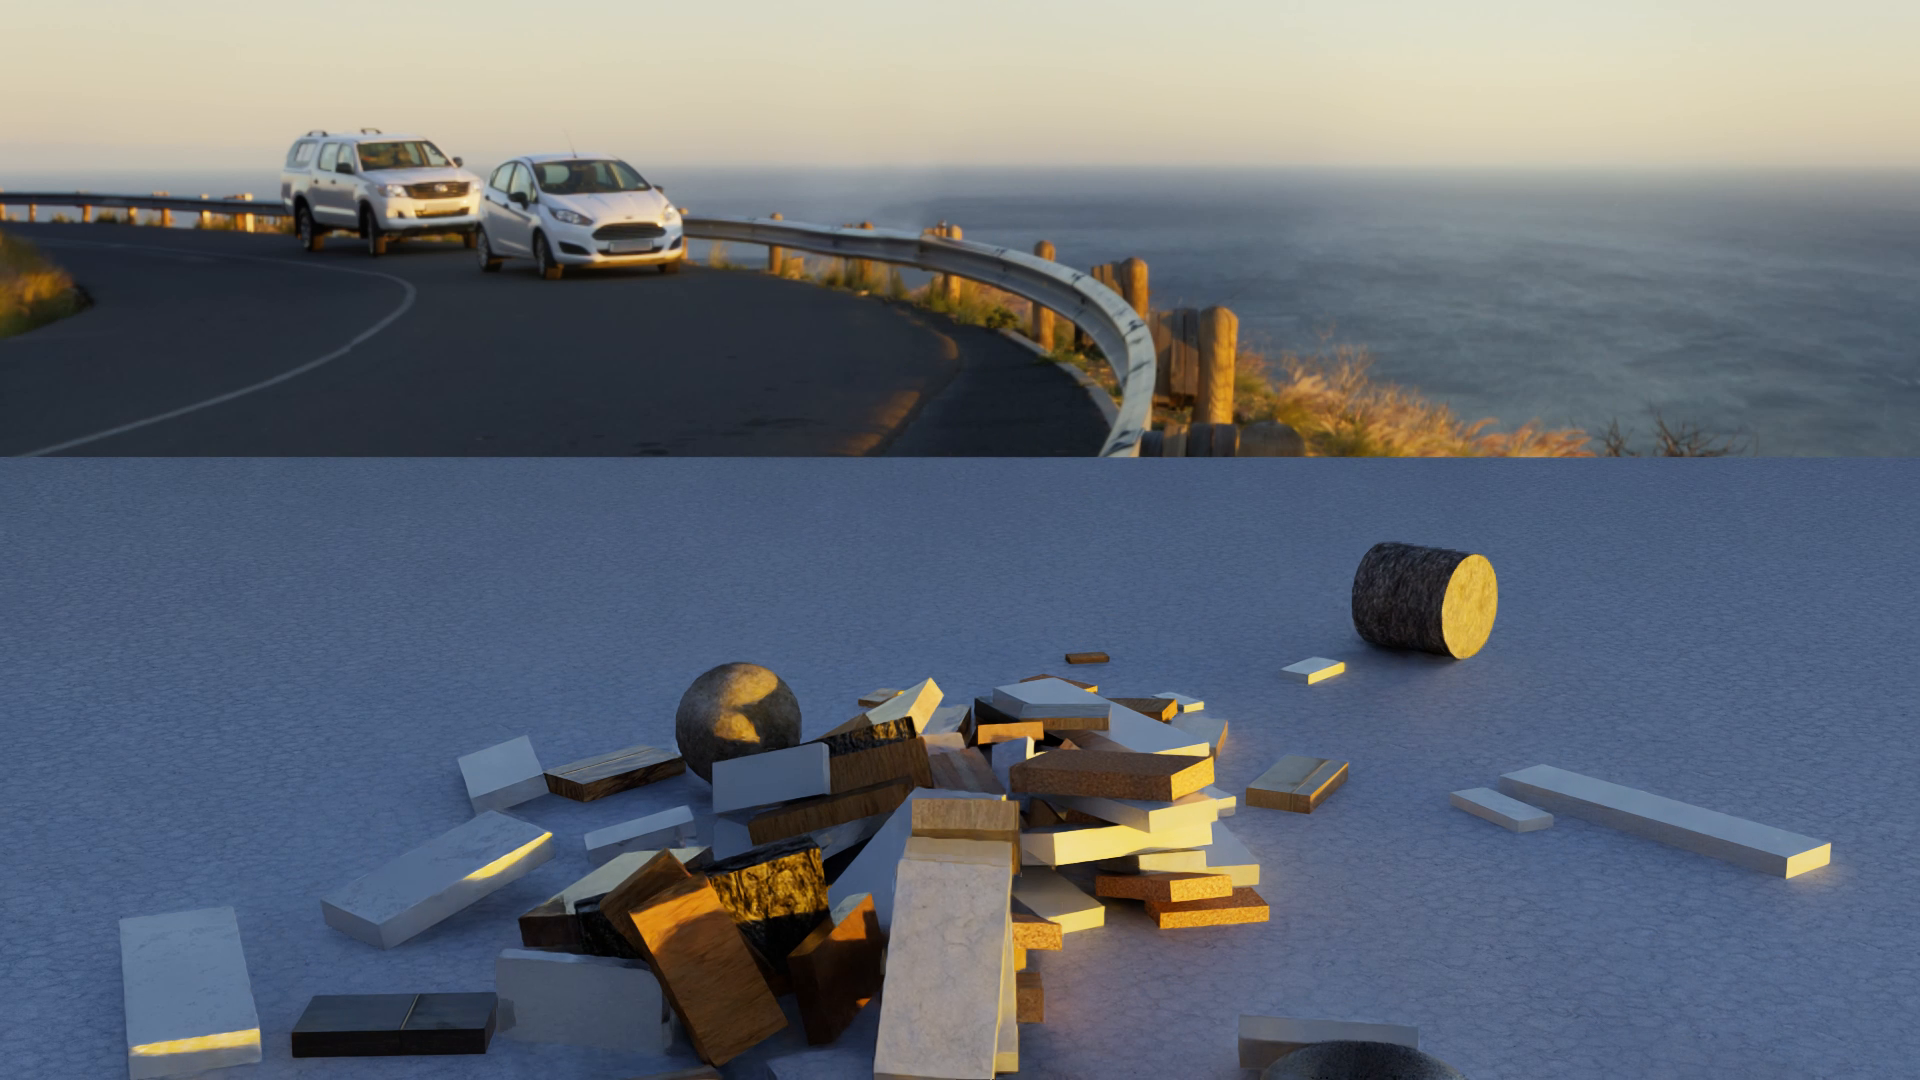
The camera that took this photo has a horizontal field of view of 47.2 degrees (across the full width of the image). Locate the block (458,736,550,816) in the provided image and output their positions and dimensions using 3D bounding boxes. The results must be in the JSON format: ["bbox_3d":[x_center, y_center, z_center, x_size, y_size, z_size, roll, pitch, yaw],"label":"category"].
[{"bbox_3d":[-0.877,0.451,4.214,0.140,0.040,0.280,-19,15,-14],"label":"block"}]

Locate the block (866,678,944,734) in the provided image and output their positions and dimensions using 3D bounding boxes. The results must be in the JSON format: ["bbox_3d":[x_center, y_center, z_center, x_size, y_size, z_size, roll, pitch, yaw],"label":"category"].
[{"bbox_3d":[-0.182,0.378,4.171,0.307,0.043,0.153,-31,12,27],"label":"block"}]

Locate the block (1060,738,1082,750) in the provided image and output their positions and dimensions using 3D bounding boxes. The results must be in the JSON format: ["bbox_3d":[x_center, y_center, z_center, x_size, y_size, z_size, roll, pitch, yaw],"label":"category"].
[{"bbox_3d":[0.232,0.414,4.185,0.077,0.022,0.155,39,-2,11],"label":"block"}]

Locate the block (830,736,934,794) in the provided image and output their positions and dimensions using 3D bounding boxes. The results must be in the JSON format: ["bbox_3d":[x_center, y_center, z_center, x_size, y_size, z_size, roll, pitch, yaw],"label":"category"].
[{"bbox_3d":[-0.148,0.419,3.910,0.190,0.095,0.027,-13,-25,2],"label":"block"}]

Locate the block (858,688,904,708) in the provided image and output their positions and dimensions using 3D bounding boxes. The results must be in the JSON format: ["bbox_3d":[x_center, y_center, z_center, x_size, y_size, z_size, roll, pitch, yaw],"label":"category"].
[{"bbox_3d":[-0.176,0.353,4.903,0.056,0.016,0.112,5,12,24],"label":"block"}]

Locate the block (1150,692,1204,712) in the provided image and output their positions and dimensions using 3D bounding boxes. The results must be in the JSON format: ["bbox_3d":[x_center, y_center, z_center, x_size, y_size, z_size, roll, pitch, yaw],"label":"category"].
[{"bbox_3d":[0.480,0.359,4.870,0.056,0.016,0.112,-7,13,-35],"label":"block"}]

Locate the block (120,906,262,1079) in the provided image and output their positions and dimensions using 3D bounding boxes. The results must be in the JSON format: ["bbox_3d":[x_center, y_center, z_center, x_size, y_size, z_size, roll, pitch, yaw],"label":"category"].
[{"bbox_3d":[-1.130,0.651,3.210,0.169,0.048,0.520,-4,11,-21],"label":"block"}]

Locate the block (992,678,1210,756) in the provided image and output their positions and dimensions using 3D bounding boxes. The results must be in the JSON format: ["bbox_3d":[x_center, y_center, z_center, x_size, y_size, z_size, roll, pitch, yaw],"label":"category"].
[{"bbox_3d":[0.271,0.366,4.367,0.153,0.043,0.526,-7,14,-31],"label":"block"}]

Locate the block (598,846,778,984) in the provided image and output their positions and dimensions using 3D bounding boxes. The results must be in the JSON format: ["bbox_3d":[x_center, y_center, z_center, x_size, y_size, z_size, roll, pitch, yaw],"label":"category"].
[{"bbox_3d":[-0.382,0.562,3.092,0.121,0.242,0.034,-40,14,-3],"label":"block"}]

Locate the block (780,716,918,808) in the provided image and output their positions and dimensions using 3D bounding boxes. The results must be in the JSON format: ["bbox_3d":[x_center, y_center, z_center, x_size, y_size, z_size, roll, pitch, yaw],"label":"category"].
[{"bbox_3d":[-0.198,0.414,3.955,0.262,0.131,0.037,-15,-25,2],"label":"block"}]

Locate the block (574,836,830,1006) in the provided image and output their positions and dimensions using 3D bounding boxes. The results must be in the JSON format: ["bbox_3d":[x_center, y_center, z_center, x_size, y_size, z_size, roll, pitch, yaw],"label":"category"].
[{"bbox_3d":[-0.364,0.562,3.175,0.354,0.177,0.050,-14,19,-19],"label":"block"}]

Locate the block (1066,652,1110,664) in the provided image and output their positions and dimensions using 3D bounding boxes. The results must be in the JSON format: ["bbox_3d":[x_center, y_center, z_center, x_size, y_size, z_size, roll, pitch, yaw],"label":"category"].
[{"bbox_3d":[0.306,0.283,5.283,0.096,0.014,0.048,-2,11,-11],"label":"block"}]

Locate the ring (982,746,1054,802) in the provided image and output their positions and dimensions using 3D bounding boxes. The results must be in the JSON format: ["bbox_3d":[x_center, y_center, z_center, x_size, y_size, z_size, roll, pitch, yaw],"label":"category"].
[{"bbox_3d":[0.117,0.455,4.159,0.264,0.088,0.264,-1,10,0],"label":"ring"}]

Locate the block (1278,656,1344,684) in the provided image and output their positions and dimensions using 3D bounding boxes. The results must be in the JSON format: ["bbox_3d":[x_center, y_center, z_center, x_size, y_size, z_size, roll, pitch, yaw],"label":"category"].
[{"bbox_3d":[0.821,0.305,5.141,0.081,0.023,0.162,8,13,39],"label":"block"}]

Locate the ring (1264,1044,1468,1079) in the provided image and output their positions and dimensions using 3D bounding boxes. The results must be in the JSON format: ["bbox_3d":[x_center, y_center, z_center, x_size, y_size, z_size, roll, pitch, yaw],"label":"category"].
[{"bbox_3d":[0.511,0.712,2.756,0.283,0.094,0.283,0,10,0],"label":"ring"}]

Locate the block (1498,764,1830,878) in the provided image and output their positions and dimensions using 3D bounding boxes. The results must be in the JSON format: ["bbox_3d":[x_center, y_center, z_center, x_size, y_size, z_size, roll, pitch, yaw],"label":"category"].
[{"bbox_3d":[1.271,0.507,4.016,0.131,0.037,0.612,-8,13,-37],"label":"block"}]

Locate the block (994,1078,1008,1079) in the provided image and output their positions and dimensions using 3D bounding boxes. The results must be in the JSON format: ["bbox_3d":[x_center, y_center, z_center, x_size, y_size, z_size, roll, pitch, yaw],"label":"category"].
[{"bbox_3d":[0.005,0.773,2.596,0.117,0.033,0.580,0,11,0],"label":"block"}]

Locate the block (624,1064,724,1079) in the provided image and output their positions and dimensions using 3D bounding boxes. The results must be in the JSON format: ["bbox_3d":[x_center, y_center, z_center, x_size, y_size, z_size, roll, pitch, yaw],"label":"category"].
[{"bbox_3d":[-0.435,0.729,2.795,0.295,0.035,0.123,-3,11,-27],"label":"block"}]

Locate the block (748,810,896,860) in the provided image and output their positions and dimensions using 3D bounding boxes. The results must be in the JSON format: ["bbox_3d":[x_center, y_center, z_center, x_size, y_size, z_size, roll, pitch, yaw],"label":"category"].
[{"bbox_3d":[-0.239,0.513,3.781,0.140,0.040,0.378,-15,-1,23],"label":"block"}]

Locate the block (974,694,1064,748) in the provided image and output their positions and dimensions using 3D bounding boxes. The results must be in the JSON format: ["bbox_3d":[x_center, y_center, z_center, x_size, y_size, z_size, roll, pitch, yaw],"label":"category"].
[{"bbox_3d":[0.148,0.369,4.540,0.132,0.037,0.265,-6,14,-26],"label":"block"}]

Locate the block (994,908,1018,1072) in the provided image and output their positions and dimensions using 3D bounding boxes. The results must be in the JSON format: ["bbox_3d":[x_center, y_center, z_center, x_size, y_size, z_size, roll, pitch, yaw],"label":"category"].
[{"bbox_3d":[0.006,0.535,2.637,0.117,0.033,0.233,-1,37,-1],"label":"block"}]

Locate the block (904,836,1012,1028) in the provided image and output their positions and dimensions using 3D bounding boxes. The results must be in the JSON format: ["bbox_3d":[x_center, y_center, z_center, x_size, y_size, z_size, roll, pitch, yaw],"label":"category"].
[{"bbox_3d":[-0.010,0.470,2.663,0.134,0.038,0.267,3,37,3],"label":"block"}]

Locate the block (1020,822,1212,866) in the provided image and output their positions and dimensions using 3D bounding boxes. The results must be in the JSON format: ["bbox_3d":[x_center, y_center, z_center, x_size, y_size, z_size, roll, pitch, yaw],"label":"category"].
[{"bbox_3d":[0.227,0.499,3.672,0.390,0.050,0.177,1,-6,-44],"label":"block"}]

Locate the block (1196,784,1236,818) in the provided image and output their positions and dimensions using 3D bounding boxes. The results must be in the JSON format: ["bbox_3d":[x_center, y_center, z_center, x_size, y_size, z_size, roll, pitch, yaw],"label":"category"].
[{"bbox_3d":[0.373,0.472,4.209,0.125,0.035,0.347,-6,12,-29],"label":"block"}]

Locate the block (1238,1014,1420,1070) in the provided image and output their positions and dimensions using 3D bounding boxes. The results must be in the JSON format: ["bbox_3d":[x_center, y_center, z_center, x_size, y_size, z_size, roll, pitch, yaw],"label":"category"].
[{"bbox_3d":[0.489,0.675,2.925,0.233,0.033,0.117,2,-32,10],"label":"block"}]

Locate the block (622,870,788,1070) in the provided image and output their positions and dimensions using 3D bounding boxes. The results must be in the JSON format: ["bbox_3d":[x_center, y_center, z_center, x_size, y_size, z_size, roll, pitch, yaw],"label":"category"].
[{"bbox_3d":[-0.348,0.587,3.004,0.121,0.242,0.034,-26,-9,-30],"label":"block"}]

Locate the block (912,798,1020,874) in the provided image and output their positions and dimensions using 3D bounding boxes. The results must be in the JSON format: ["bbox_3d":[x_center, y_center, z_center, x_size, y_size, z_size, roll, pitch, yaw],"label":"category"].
[{"bbox_3d":[0.011,0.392,2.885,0.134,0.038,0.318,0,-19,2],"label":"block"}]

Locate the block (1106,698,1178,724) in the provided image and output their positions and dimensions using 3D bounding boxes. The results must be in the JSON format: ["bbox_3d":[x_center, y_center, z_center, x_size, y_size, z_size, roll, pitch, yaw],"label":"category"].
[{"bbox_3d":[0.345,0.369,4.717,0.218,0.031,0.109,-1,11,22],"label":"block"}]

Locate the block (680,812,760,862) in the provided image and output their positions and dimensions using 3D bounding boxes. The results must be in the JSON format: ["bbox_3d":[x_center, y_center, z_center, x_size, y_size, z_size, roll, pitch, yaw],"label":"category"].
[{"bbox_3d":[-0.420,0.537,3.856,0.129,0.036,0.257,-2,11,-12],"label":"block"}]

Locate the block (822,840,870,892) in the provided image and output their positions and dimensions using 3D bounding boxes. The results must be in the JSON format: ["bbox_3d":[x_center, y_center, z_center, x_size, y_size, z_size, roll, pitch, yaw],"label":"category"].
[{"bbox_3d":[-0.167,0.550,3.671,0.247,0.035,0.123,-14,17,-21],"label":"block"}]

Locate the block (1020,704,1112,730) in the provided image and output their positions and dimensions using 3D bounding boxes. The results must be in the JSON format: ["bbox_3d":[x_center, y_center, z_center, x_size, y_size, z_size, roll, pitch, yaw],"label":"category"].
[{"bbox_3d":[0.207,0.345,4.301,0.172,0.024,0.086,-1,14,8],"label":"block"}]

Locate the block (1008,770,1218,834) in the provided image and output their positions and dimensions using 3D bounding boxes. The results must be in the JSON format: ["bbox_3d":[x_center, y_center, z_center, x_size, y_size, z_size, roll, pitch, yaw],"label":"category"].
[{"bbox_3d":[0.252,0.432,3.747,0.129,0.036,0.467,-7,6,-27],"label":"block"}]

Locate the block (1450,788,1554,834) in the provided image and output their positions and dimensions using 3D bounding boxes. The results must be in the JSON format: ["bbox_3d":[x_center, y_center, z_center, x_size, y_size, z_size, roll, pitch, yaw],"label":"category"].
[{"bbox_3d":[1.005,0.501,4.086,0.081,0.023,0.196,-5,12,-25],"label":"block"}]

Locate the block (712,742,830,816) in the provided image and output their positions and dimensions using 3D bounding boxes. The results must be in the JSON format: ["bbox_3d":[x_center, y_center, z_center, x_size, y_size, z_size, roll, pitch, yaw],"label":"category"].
[{"bbox_3d":[-0.338,0.428,3.931,0.221,0.095,0.027,-12,-24,19],"label":"block"}]

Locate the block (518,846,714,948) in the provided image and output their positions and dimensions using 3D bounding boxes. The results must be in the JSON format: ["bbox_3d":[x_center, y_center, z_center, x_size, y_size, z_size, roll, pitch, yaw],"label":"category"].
[{"bbox_3d":[-0.547,0.573,3.548,0.169,0.048,0.338,-7,7,22],"label":"block"}]

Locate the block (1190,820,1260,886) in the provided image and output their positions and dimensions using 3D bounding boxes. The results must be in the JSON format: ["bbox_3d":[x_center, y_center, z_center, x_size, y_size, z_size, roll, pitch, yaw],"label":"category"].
[{"bbox_3d":[0.423,0.544,3.822,0.125,0.035,0.249,-2,11,-9],"label":"block"}]

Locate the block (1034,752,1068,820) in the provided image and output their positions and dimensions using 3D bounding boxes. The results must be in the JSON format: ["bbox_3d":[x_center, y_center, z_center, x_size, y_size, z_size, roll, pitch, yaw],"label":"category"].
[{"bbox_3d":[0.181,0.460,4.030,0.077,0.022,0.155,-5,56,-25],"label":"block"}]

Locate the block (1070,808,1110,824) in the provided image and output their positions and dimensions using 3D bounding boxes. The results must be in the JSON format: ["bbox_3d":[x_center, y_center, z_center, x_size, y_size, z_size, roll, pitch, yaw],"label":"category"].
[{"bbox_3d":[0.262,0.477,3.893,0.091,0.026,0.306,-5,-5,11],"label":"block"}]
